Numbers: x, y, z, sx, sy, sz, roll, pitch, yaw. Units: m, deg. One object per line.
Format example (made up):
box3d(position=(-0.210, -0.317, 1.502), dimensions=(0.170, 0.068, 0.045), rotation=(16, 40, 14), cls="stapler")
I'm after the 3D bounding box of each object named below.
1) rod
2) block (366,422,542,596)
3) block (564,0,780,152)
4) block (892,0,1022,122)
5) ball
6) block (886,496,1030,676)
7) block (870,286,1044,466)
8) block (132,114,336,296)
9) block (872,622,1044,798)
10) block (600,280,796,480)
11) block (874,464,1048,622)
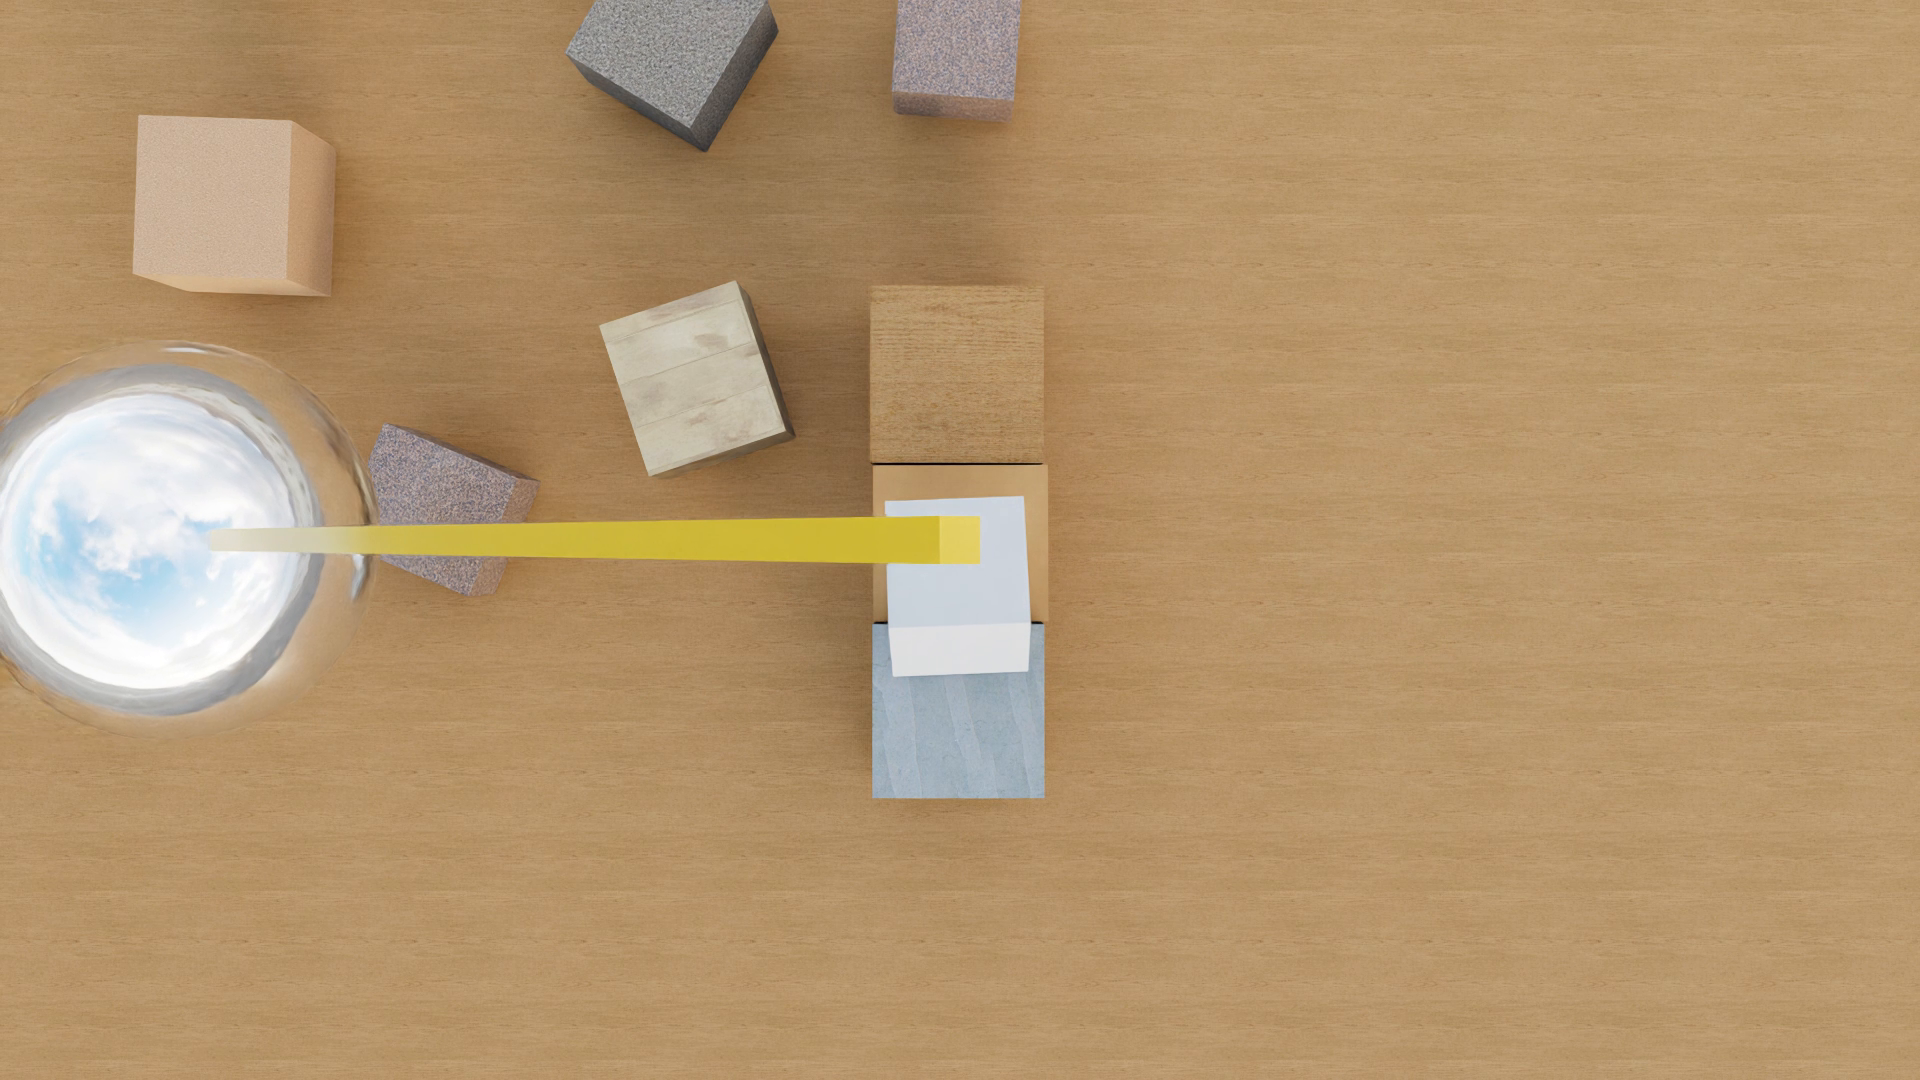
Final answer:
box3d(position=(-1.358, 0.000, 5.878), dimensions=(0.080, 5.200, 0.080), rotation=(0, 90, -31), cls="rod")
box3d(position=(-2.986, -0.170, 12.653), dimensions=(0.811, 0.695, 0.718), rotation=(23, 90, 0), cls="block")
box3d(position=(-1.633, -2.856, 12.603), dimensions=(0.812, 0.794, 0.838), rotation=(31, 90, 0), cls="block")
box3d(position=(-0.016, -2.824, 12.667), dimensions=(0.689, 0.666, 0.664), rotation=(4, 90, 0), cls="block")
box3d(position=(-3.135, 0.000, 8.777), dimensions=(1.600, 1.600, 1.600), rotation=(0, 90, 0), cls="ball")
box3d(position=(-0.013, 0.251, 11.665), dimensions=(0.725, 0.681, 0.718), rotation=(-2, 65, 0), cls="block")
box3d(position=(-0.017, -0.916, 12.574), dimensions=(0.959, 0.852, 0.980), rotation=(0, 90, 0), cls="block")
box3d(position=(-4.125, -1.892, 12.566), dimensions=(0.846, 0.868, 0.877), rotation=(2, 90, 0), cls="block")
box3d(position=(-0.008, 0.931, 12.474), dimensions=(0.935, 1.053, 0.944), rotation=(0, 90, 0), cls="block")
box3d(position=(-1.485, -0.898, 12.603), dimensions=(0.801, 0.794, 0.882), rotation=(-18, 90, 0), cls="block")
box3d(position=(0.004, 0.018, 12.563), dimensions=(0.966, 0.873, 0.862), rotation=(0, 90, 0), cls="block")
